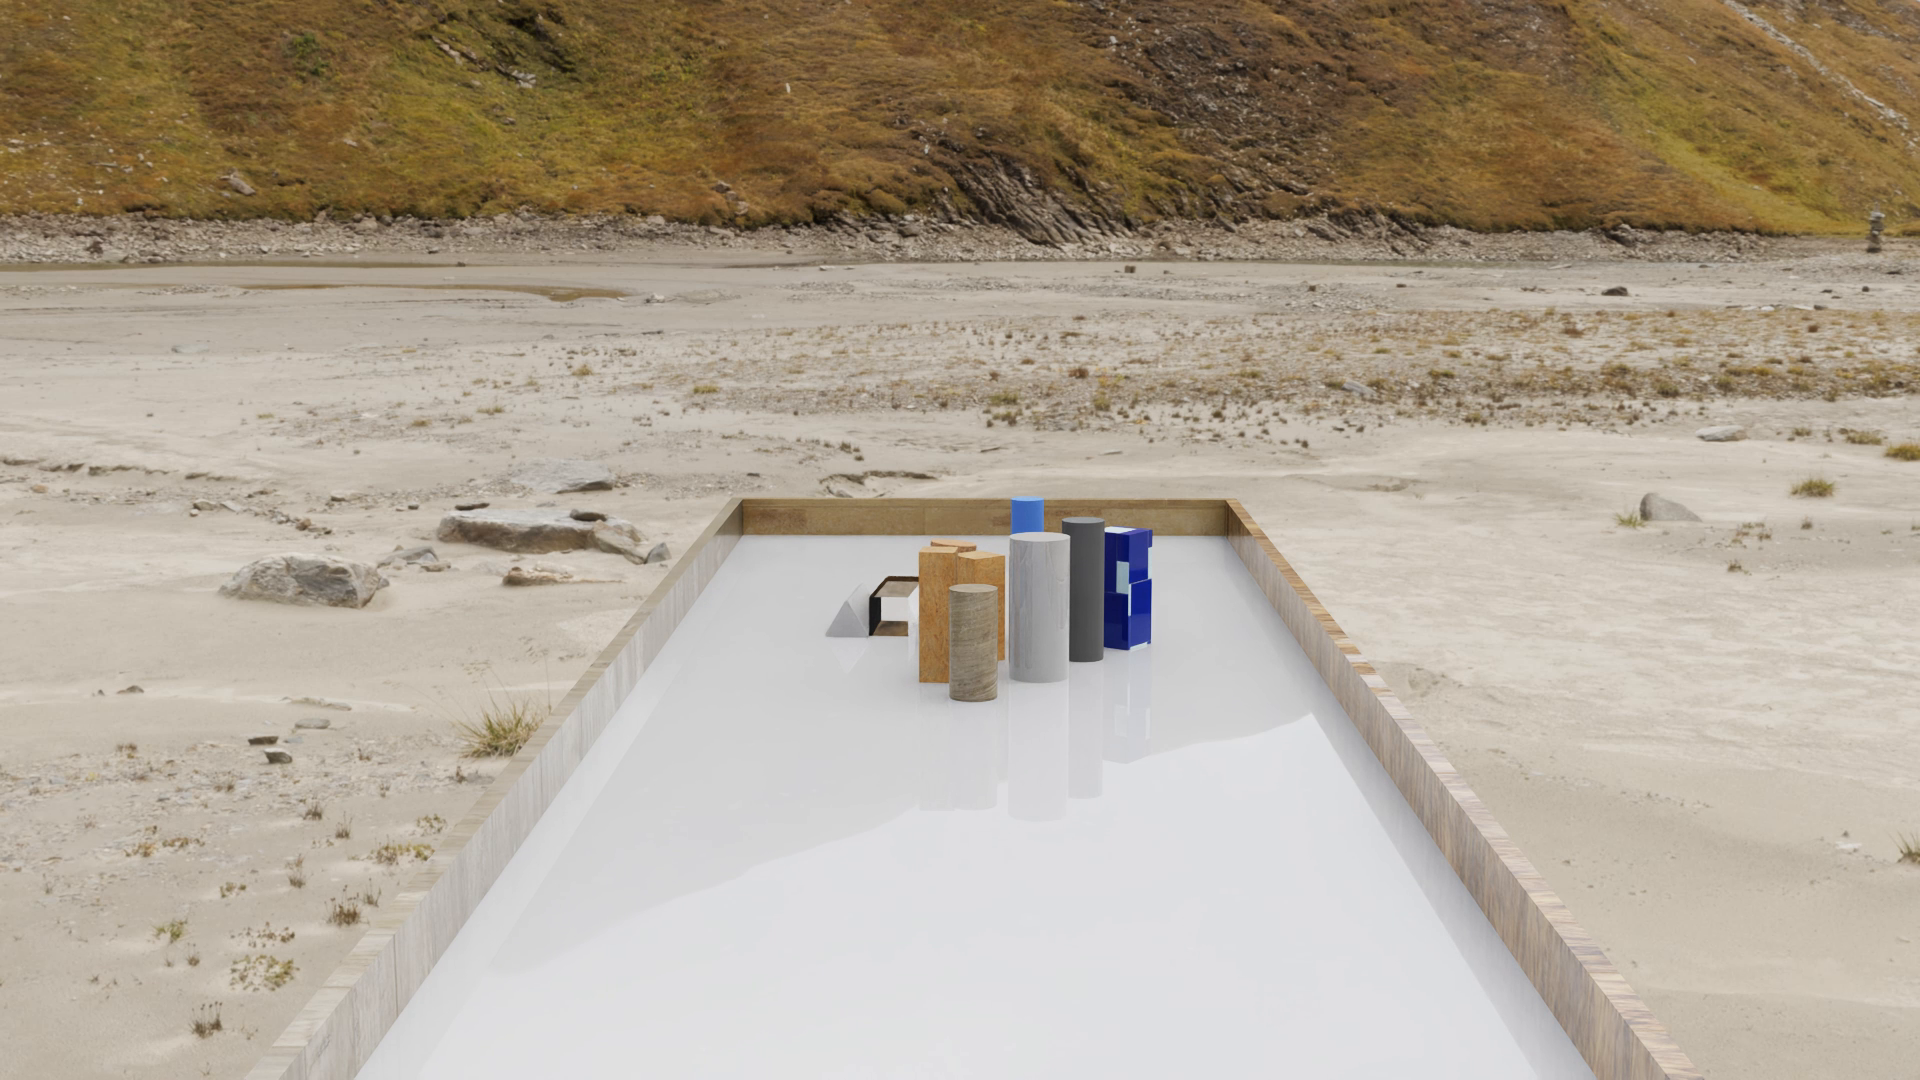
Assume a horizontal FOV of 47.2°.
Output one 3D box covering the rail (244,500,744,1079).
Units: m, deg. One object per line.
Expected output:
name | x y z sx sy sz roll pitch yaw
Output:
rail | -1.004 0.839 3.234 0.050 0.150 12.000 0 9 1

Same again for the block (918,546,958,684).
block | -0.062 0.217 6.411 0.104 0.384 0.104 1 9 6

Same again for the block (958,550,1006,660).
block | 0.053 0.204 6.688 0.119 0.323 0.119 -7 12 -39

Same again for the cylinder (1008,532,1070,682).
cylinder | 0.232 0.196 6.444 0.178 0.416 0.178 0 9 0

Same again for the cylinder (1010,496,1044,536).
cylinder | 0.212 0.097 6.936 0.103 0.458 0.103 0 9 0

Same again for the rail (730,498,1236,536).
rail | 0.099 -0.098 9.147 2.100 0.150 0.050 0 9 1

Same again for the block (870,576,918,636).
block | -0.205 0.215 7.245 0.127 0.127 0.395 1 9 7

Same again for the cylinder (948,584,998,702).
cylinder | 0.038 0.289 6.190 0.137 0.312 0.137 0 9 0

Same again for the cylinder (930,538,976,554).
cylinder | -0.035 0.162 6.953 0.146 0.311 0.146 6 8 -1

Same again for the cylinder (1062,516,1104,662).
cylinder | 0.374 0.150 6.698 0.131 0.427 0.131 0 9 0

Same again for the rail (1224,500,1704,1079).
rail | 1.046 0.843 3.208 0.050 0.150 12.000 0 9 1

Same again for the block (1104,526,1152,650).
block | 0.507 0.149 6.906 0.138 0.364 0.138 7 11 36

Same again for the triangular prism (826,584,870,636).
triangular prism | -0.345 0.225 7.199 0.134 0.116 0.336 1 9 6
